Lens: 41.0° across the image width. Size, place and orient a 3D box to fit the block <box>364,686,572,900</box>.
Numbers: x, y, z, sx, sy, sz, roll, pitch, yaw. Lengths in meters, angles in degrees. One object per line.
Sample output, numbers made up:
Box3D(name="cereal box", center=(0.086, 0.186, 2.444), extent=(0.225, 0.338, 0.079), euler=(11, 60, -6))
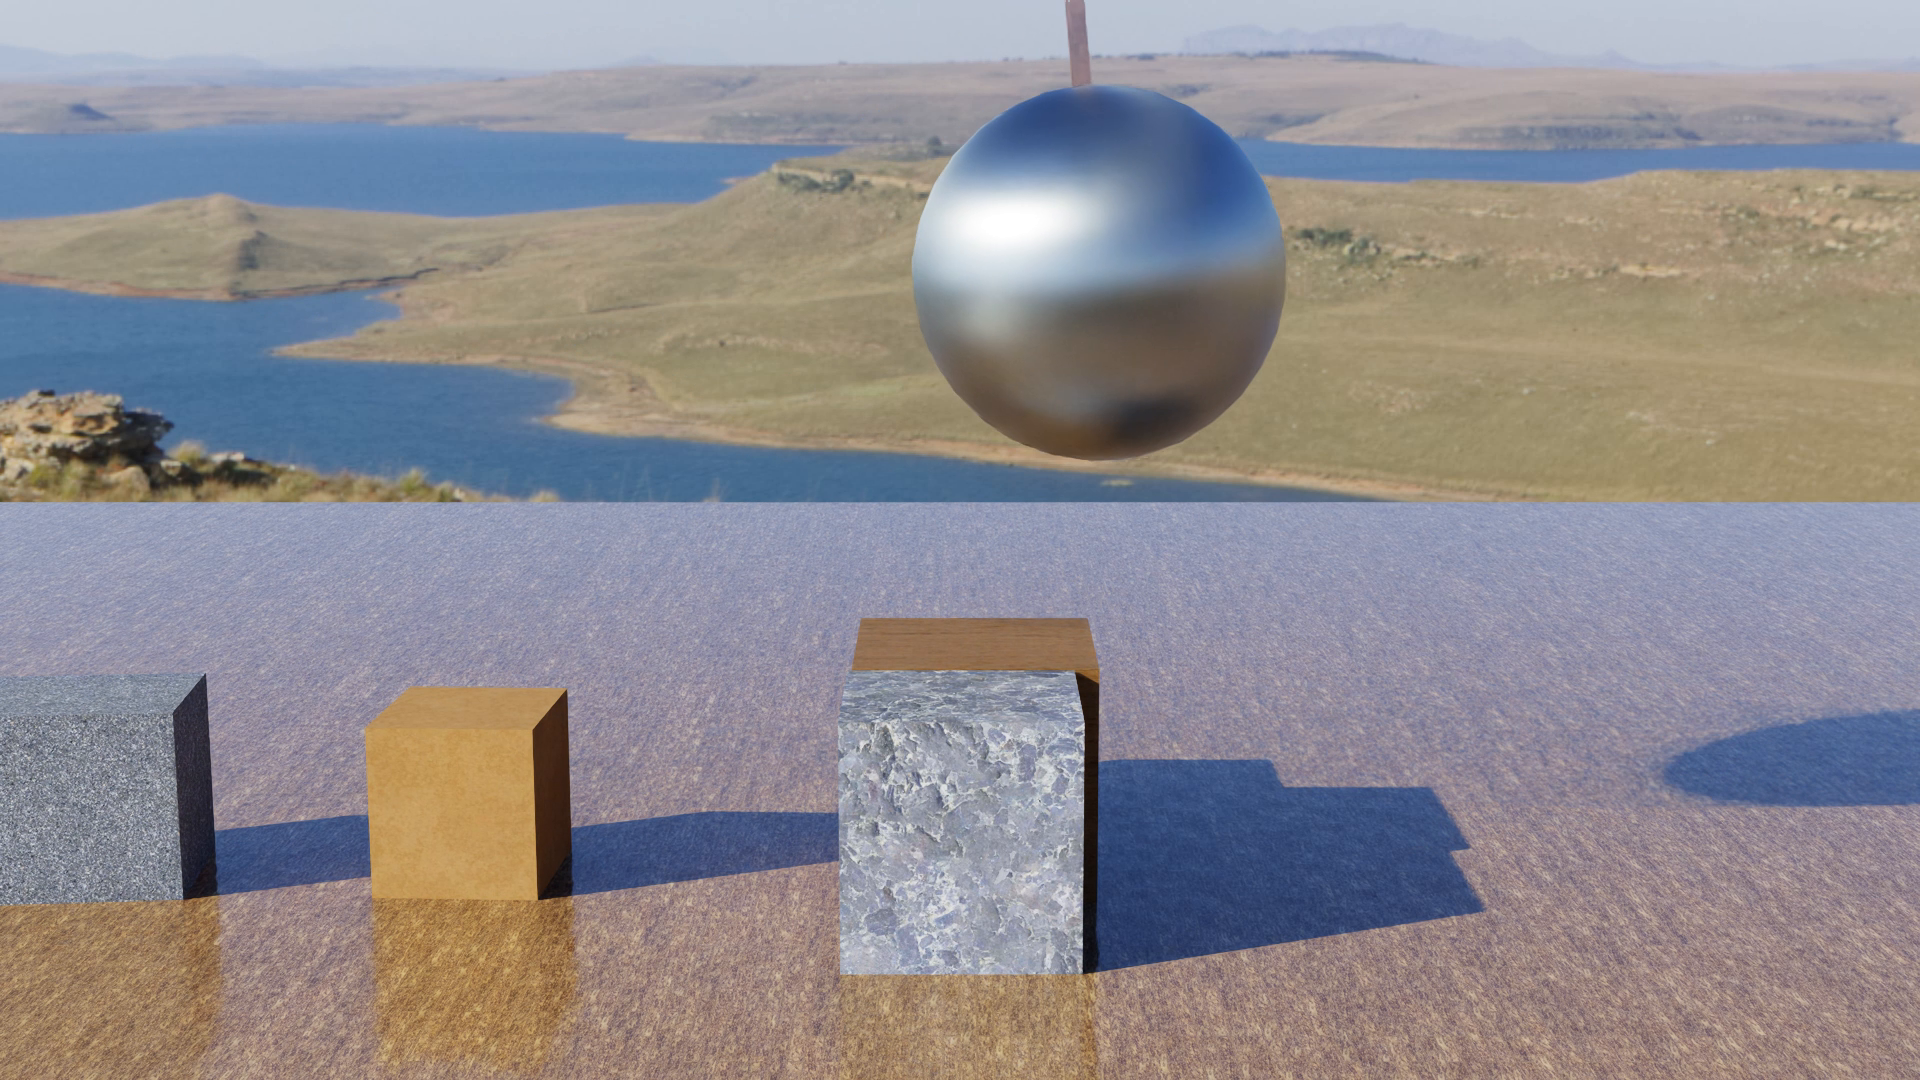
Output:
Box3D(name="block", center=(-2.160, 1.109, 11.357), extent=(0.720, 0.755, 0.755), euler=(0, 10, 3))

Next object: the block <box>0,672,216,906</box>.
Box3D(name="block", center=(-3.845, 1.083, 11.291), extent=(0.932, 0.829, 0.745), euler=(-1, 10, -6))

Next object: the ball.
Box3D(name="ball", center=(0.593, -1.138, 10.973), extent=(1.600, 1.600, 1.600), euler=(0, 10, 0))

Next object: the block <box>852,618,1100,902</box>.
Box3D(name="block", center=(0.066, 0.958, 11.425), extent=(1.045, 1.028, 1.032), euler=(0, 10, 0))

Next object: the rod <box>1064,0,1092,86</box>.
Box3D(name="rod", center=(0.257, -4.467, 10.368), extent=(0.080, 5.200, 0.080), euler=(-6, 10, 1))

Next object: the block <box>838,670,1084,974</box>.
Box3D(name="block", center=(0.005, 1.133, 10.473), extent=(0.957, 1.024, 0.884), euler=(0, 10, 0))
